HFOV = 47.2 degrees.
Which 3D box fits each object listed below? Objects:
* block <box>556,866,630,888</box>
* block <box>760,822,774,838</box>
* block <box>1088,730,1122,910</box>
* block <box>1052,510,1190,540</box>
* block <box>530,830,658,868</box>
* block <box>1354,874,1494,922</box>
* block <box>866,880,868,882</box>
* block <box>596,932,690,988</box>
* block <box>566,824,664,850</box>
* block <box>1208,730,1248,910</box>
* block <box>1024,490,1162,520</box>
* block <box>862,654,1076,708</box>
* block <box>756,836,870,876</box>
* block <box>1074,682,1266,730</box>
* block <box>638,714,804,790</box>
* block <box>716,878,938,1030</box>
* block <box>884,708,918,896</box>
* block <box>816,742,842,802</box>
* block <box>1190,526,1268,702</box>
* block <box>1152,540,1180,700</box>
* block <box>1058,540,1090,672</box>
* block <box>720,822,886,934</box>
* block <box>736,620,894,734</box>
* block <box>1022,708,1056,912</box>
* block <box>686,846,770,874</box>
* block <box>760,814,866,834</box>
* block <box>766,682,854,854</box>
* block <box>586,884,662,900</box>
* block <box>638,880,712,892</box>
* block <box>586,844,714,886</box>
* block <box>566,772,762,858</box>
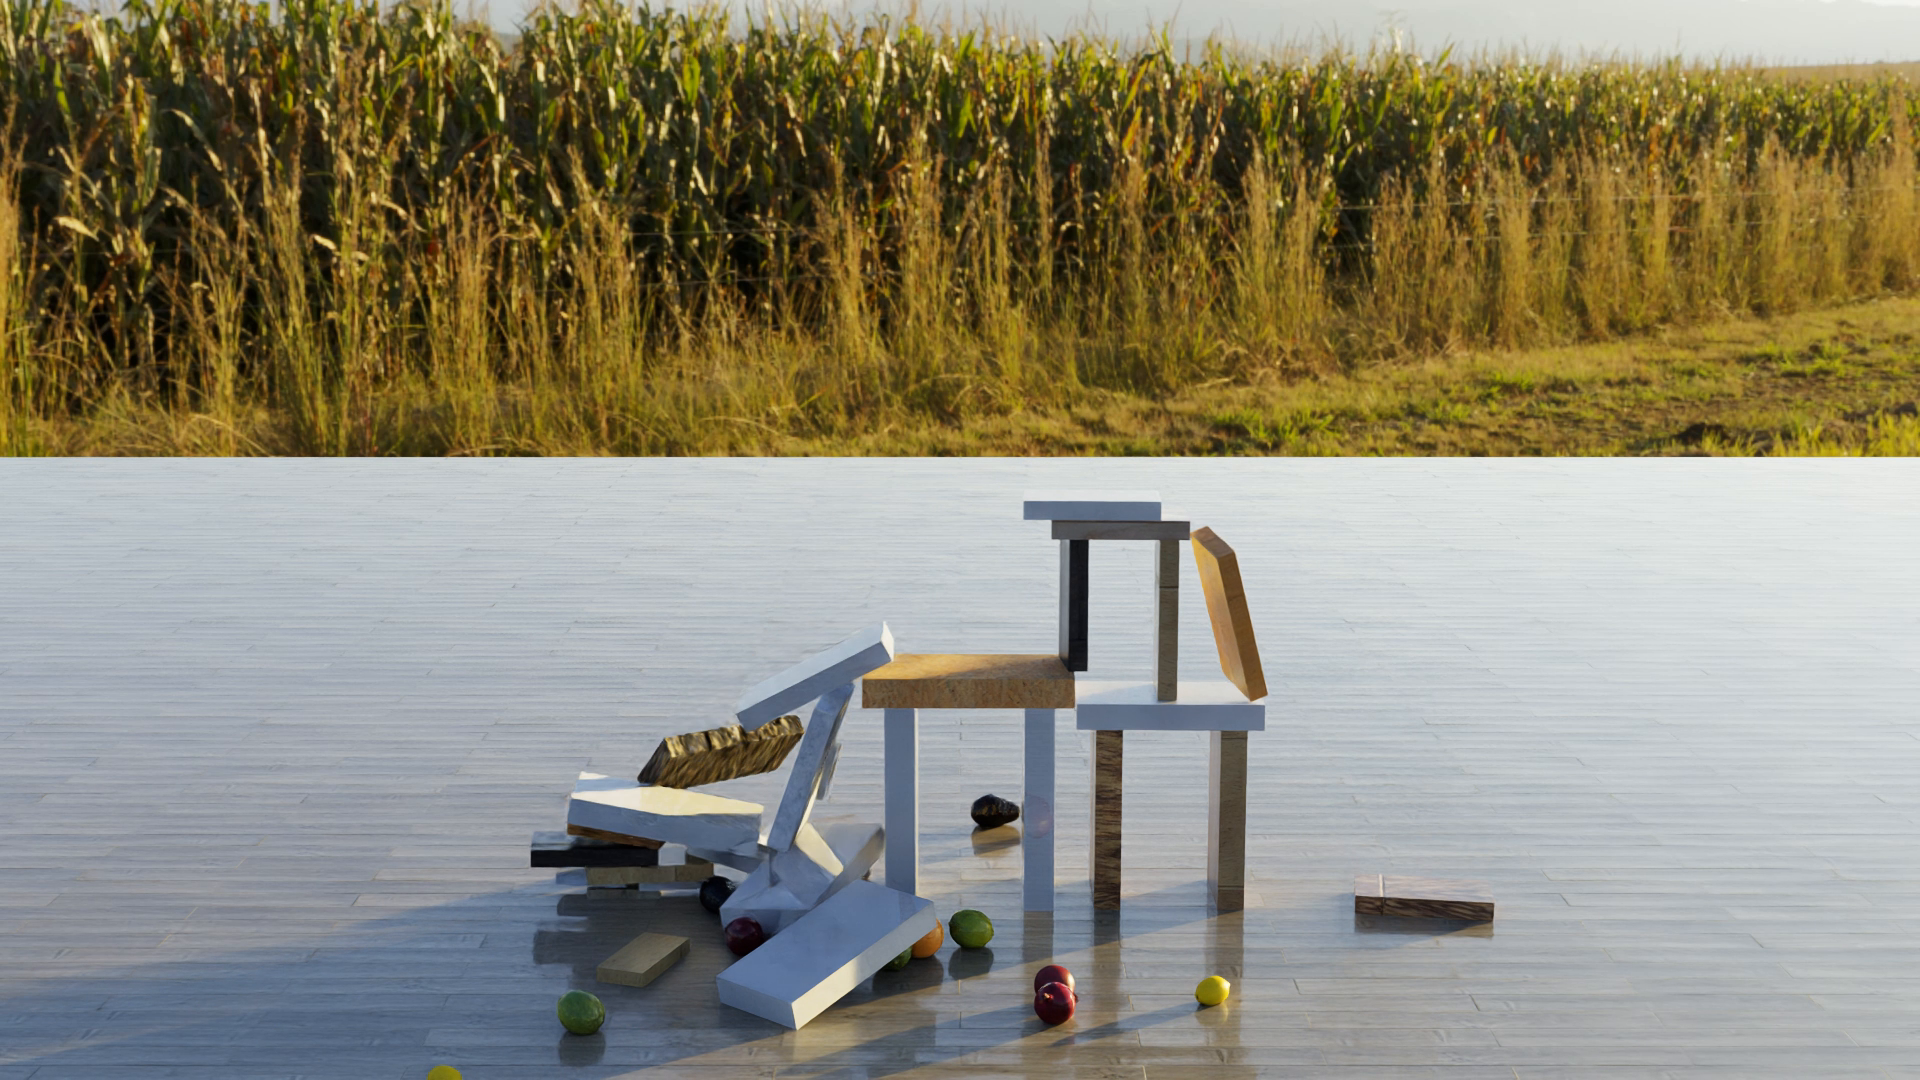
[{"bbox_3d":[-0.608,0.562,3.681,0.121,0.017,0.060,2,11,8],"label":"block"},{"bbox_3d":[-0.275,0.534,3.845,0.151,0.021,0.076,10,19,16],"label":"block"},{"bbox_3d":[0.241,0.442,3.640,0.043,0.302,0.151,0,11,0],"label":"block"},{"bbox_3d":[0.258,-0.025,3.557,0.220,0.031,0.110,0,11,2],"label":"block"},{"bbox_3d":[-0.604,0.511,3.647,0.206,0.029,0.103,0,11,-8],"label":"block"},{"bbox_3d":[0.759,0.586,3.608,0.220,0.031,0.110,2,11,9],"label":"block"},{"bbox_3d":[-0.153,0.582,3.528,0.078,0.022,0.156,-2,9,-27],"label":"block"},{"bbox_3d":[-0.482,0.638,3.349,0.078,0.022,0.156,4,11,19],"label":"block"},{"bbox_3d":[-0.565,0.479,3.646,0.156,0.022,0.078,9,10,5],"label":"block"},{"bbox_3d":[0.442,0.442,3.640,0.043,0.302,0.151,0,11,0],"label":"block"},{"bbox_3d":[0.213,-0.056,3.553,0.220,0.031,0.110,0,11,2],"label":"block"},{"bbox_3d":[0.014,0.231,3.604,0.341,0.048,0.171,0,11,0],"label":"block"},{"bbox_3d":[-0.272,0.532,3.733,0.246,0.013,0.046,16,7,-18],"label":"block"},{"bbox_3d":[0.340,0.272,3.610,0.302,0.043,0.151,0,11,1],"label":"block"},{"bbox_3d":[-0.412,0.372,3.799,0.266,0.038,0.133,-7,-31,-37],"label":"block"},{"bbox_3d":[-0.195,0.609,3.261,0.155,0.044,0.310,9,26,40],"label":"block"},{"bbox_3d":[-0.096,0.422,3.639,0.048,0.341,0.171,0,11,1],"label":"block"},{"bbox_3d":[-0.215,0.378,3.598,0.013,0.092,0.046,15,3,5],"label":"block"},{"bbox_3d":[0.432,0.119,3.537,0.031,0.271,0.110,-21,27,-9],"label":"block"},{"bbox_3d":[0.336,0.119,3.587,0.031,0.265,0.110,0,11,1],"label":"block"},{"bbox_3d":[0.186,0.095,3.596,0.031,0.221,0.110,-1,11,-6],"label":"block"},{"bbox_3d":[-0.249,0.545,3.557,0.155,0.044,0.310,-3,17,22],"label":"block"},{"bbox_3d":[-0.236,0.223,3.603,0.266,0.038,0.133,-27,11,5],"label":"block"},{"bbox_3d":[0.128,0.422,3.640,0.048,0.341,0.171,0,11,0],"label":"block"},{"bbox_3d":[-0.359,0.530,3.704,0.206,0.029,0.103,20,6,-13],"label":"block"},{"bbox_3d":[-0.286,0.527,3.948,0.232,0.021,0.076,-5,12,-25],"label":"block"},{"bbox_3d":[-0.245,0.370,3.615,0.038,0.266,0.133,22,21,4],"label":"block"},{"bbox_3d":[-0.558,0.581,3.669,0.121,0.017,0.060,0,11,-1],"label":"block"},{"bbox_3d":[-0.477,0.565,3.665,0.121,0.017,0.060,0,11,-12],"label":"block"},{"bbox_3d":[-0.518,0.541,3.664,0.206,0.029,0.103,0,11,-12],"label":"block"},{"bbox_3d":[-0.487,0.455,3.649,0.311,0.044,0.155,11,9,-5],"label":"block"}]
